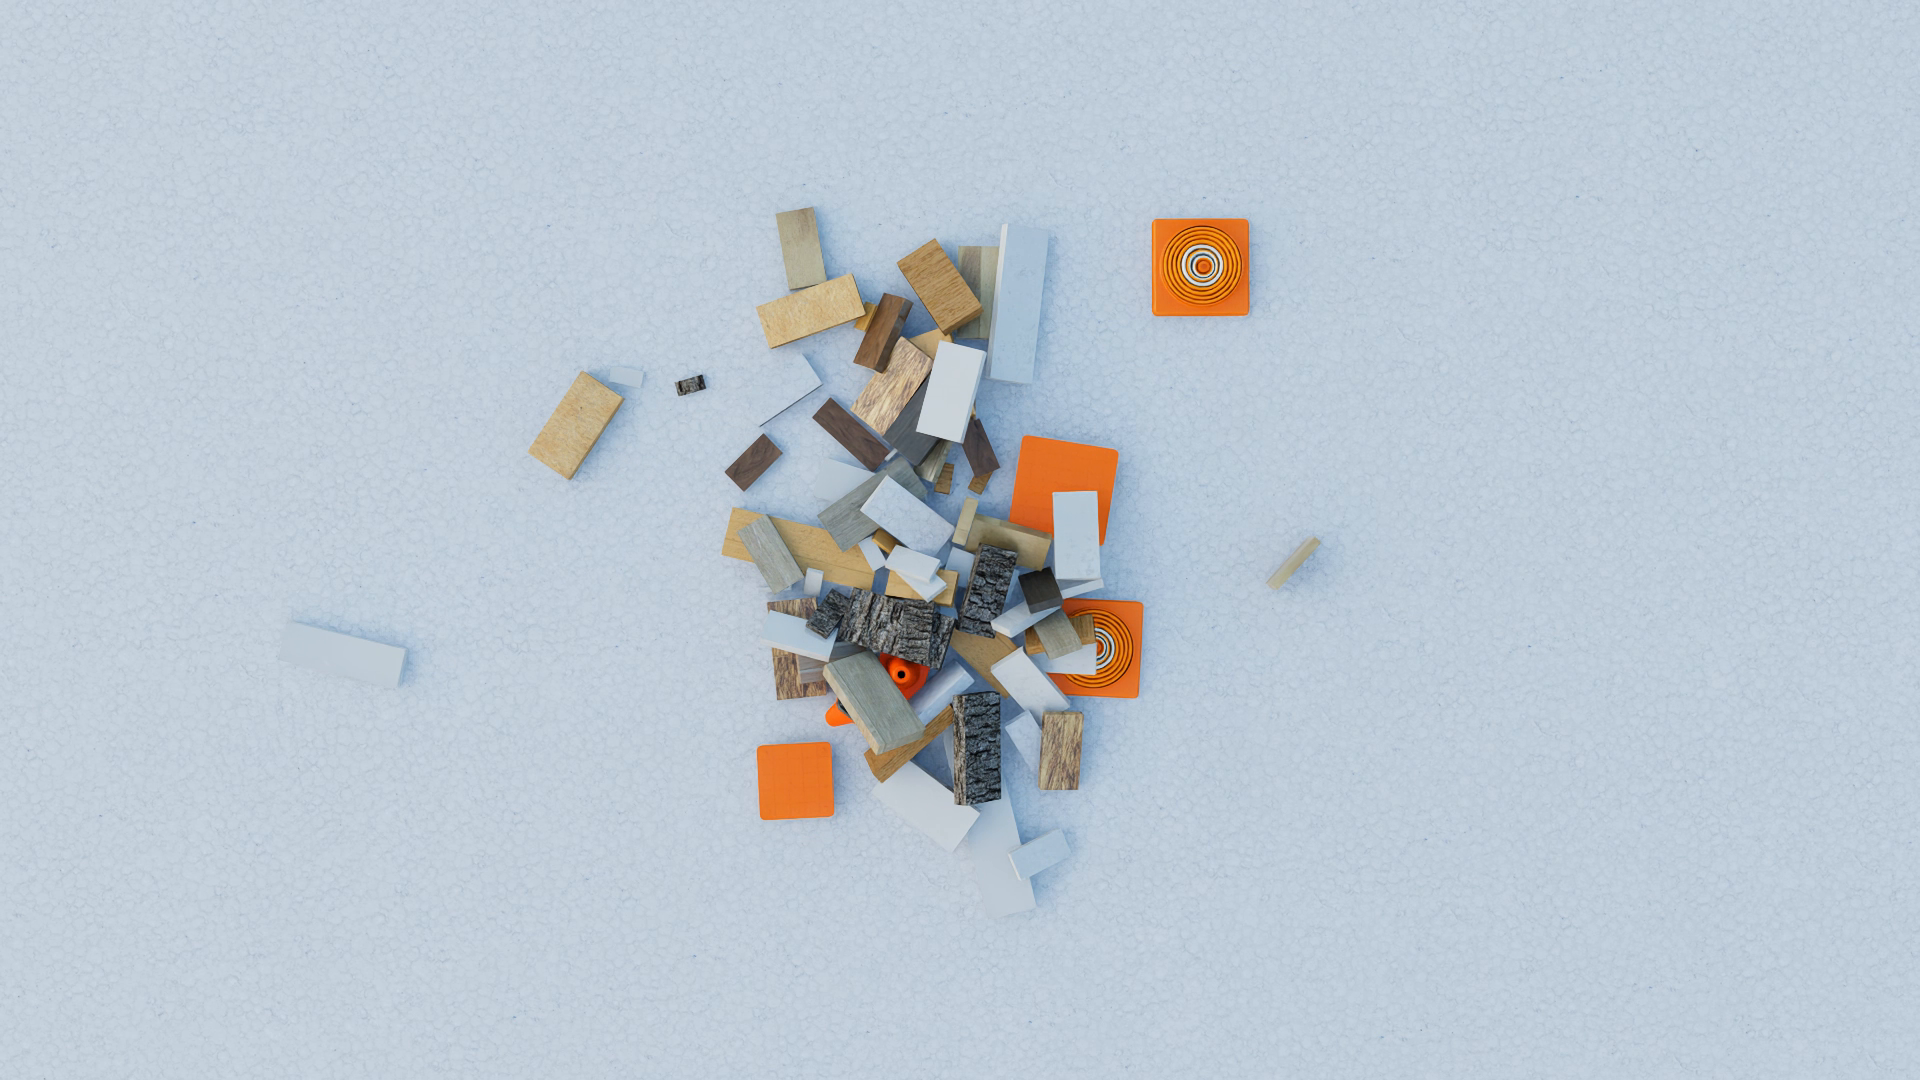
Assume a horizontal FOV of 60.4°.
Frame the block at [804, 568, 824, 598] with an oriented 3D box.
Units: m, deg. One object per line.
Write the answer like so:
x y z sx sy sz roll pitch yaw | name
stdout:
-0.485 0.141 5.458 0.054 0.015 0.108 14 132 0 | block

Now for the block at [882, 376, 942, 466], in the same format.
-0.100 -0.408 5.395 0.153 0.043 0.306 40 98 11 | block

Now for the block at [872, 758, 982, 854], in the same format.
-0.110 0.864 5.447 0.333 0.047 0.167 36 98 6 | block

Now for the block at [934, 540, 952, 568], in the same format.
-0.079 0.014 5.490 0.071 0.020 0.142 -36 90 0 | block

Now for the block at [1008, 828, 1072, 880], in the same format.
0.264 1.038 5.455 0.195 0.028 0.098 -24 93 -17 | block

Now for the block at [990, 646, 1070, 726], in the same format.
0.233 0.482 5.423 0.130 0.037 0.260 -34 109 18 | block

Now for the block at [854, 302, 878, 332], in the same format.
-0.312 -0.742 5.481 0.048 0.014 0.095 24 90 33 | block

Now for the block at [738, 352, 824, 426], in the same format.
-0.597 -0.500 5.482 0.255 0.036 0.127 -34 90 0 | block

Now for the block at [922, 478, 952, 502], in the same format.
-0.075 -0.181 5.493 0.051 0.014 0.102 -41 90 0 | block

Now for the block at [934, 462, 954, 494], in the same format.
-0.053 -0.206 5.480 0.051 0.014 0.102 11 79 -8 | block

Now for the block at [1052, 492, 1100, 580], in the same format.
0.380 -0.013 5.392 0.144 0.041 0.288 -1 79 0 | block

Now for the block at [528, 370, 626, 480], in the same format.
-1.274 -0.380 5.477 0.163 0.046 0.326 34 90 0 | block

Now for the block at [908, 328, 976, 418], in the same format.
-0.065 -0.534 5.433 0.153 0.043 0.306 -18 85 13 | block

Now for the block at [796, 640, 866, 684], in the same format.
-0.421 0.399 5.447 0.233 0.033 0.117 -7 90 -18 | block

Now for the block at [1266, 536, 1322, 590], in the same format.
1.100 0.076 5.447 0.030 0.106 0.212 43 90 0 | block

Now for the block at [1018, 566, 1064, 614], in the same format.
0.263 0.163 5.391 0.112 0.225 0.032 -16 115 0 | block

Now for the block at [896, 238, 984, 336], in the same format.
-0.066 -0.833 5.428 0.152 0.043 0.303 -33 70 0 | block

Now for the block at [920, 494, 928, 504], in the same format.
-0.156 -0.100 5.479 0.071 0.020 0.142 12 83 4 | block

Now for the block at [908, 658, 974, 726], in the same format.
-0.098 0.526 5.409 0.302 0.151 0.043 -42 111 -3 | block

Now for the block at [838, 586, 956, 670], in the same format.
-0.206 0.291 5.408 0.353 0.050 0.176 17 84 9 | block

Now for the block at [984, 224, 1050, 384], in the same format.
0.189 -0.777 5.449 0.153 0.043 0.509 6 90 -24 | block

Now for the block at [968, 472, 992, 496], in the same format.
0.071 -0.206 5.493 0.051 0.014 0.102 27 90 0 | block

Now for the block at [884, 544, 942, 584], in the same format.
-0.154 0.078 5.402 0.166 0.023 0.083 19 60 21 | block

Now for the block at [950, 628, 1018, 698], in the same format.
0.097 0.369 5.479 0.302 0.043 0.151 44 90 0 | block

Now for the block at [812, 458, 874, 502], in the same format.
-0.344 -0.172 5.481 0.264 0.037 0.132 18 90 0 | block

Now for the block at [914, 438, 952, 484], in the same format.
-0.086 -0.288 5.463 0.092 0.026 0.184 22 90 36 | block

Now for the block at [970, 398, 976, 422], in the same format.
0.007 -0.447 5.487 0.089 0.025 0.178 -1 90 0 | block

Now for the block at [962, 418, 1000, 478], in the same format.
0.058 -0.304 5.466 0.089 0.025 0.178 -23 94 2 | block

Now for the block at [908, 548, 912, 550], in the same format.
-0.140 0.088 5.490 0.071 0.020 0.142 -35 90 0 | block

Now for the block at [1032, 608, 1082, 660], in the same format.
0.307 0.296 5.357 0.113 0.227 0.032 -19 124 -5 | block

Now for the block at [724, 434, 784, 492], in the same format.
-0.686 -0.257 5.487 0.184 0.026 0.092 -45 90 0 | block

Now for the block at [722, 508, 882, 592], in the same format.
-0.524 0.030 5.477 0.509 0.046 0.163 14 90 0 | block

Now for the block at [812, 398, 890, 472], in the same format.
-0.361 -0.349 5.487 0.271 0.026 0.092 42 90 0 | block

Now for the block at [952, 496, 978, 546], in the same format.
0.017 -0.060 5.351 0.042 0.299 0.149 18 90 0 | block

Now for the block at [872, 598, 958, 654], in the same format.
-0.163 0.255 5.455 0.302 0.043 0.151 -18 80 4 | block
